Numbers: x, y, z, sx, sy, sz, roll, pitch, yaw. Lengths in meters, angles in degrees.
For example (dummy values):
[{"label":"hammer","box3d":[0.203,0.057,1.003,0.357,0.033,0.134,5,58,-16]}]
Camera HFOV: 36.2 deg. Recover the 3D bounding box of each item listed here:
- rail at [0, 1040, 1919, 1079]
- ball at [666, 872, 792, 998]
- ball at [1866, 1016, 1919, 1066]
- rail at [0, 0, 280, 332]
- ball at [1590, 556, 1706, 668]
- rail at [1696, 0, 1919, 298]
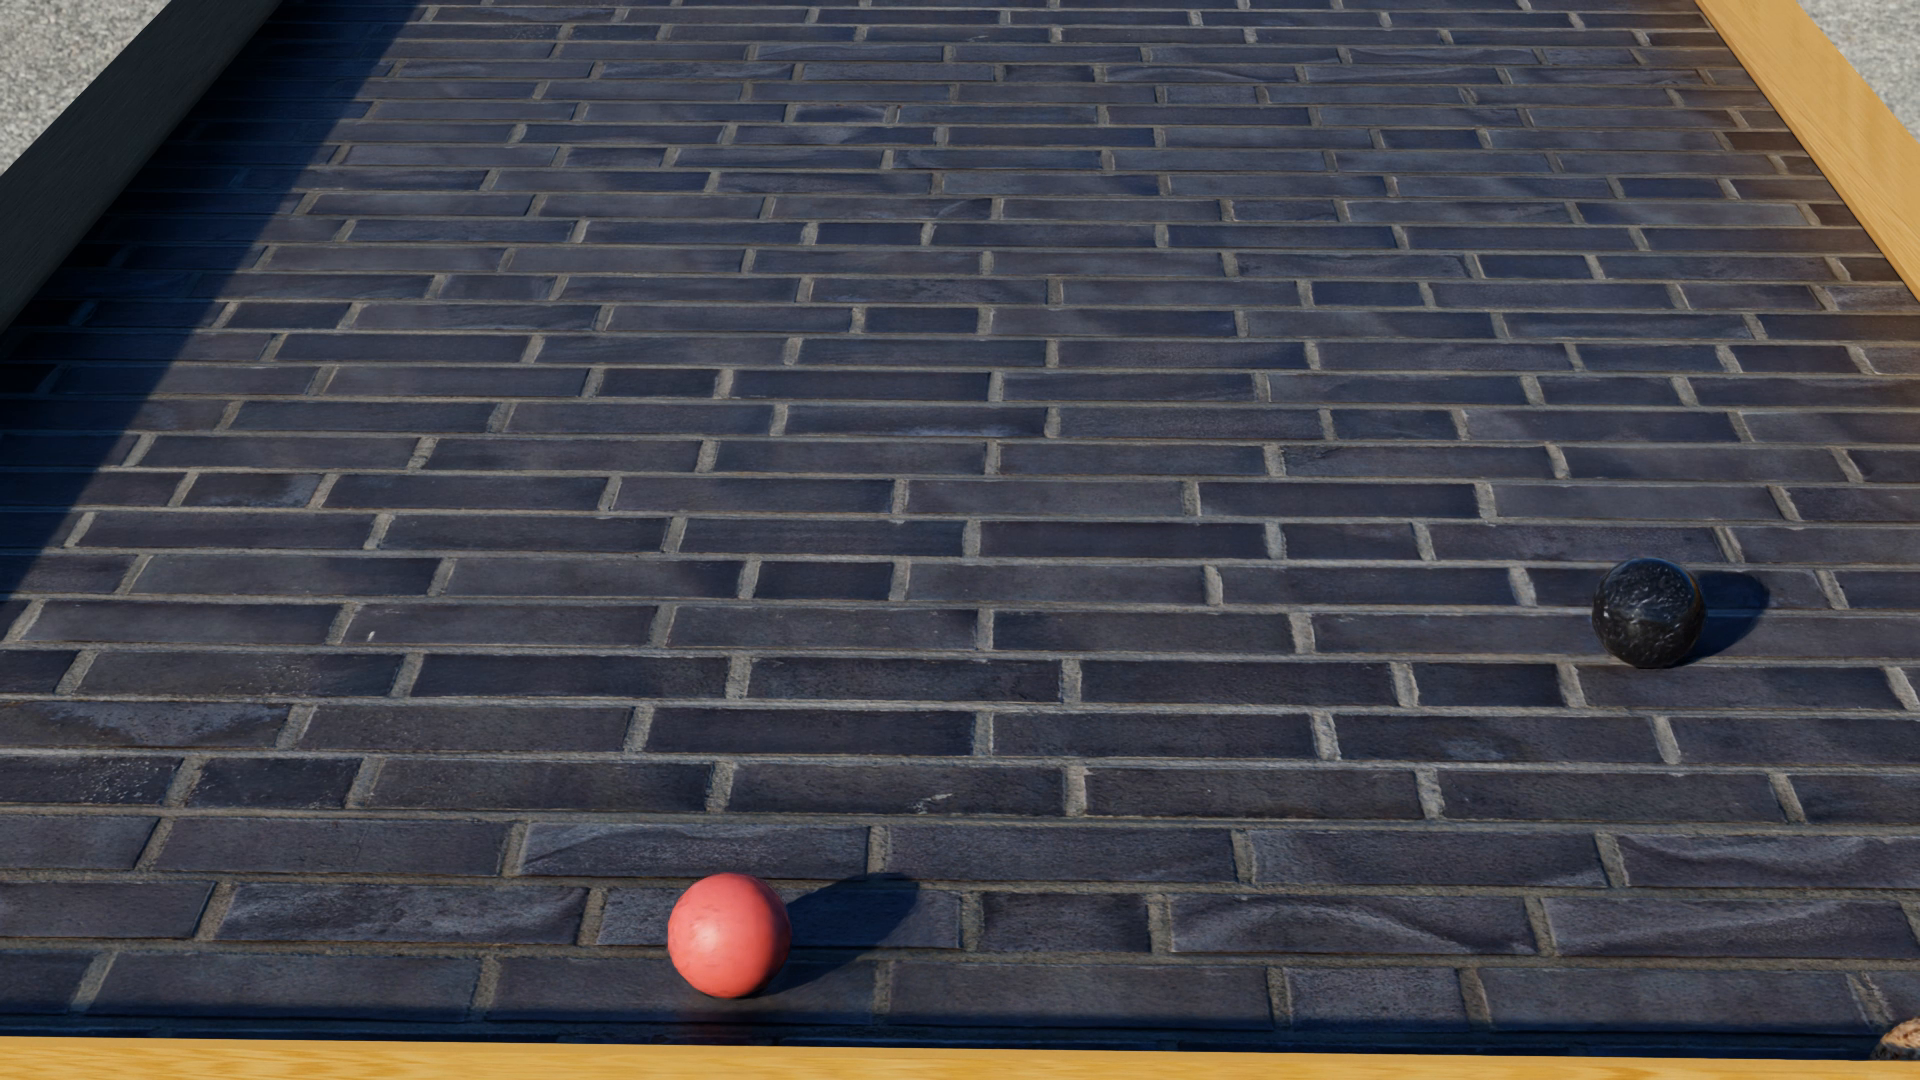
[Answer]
[{"label":"rail","box3d":[-0.014,0.262,1.315,1.536,0.112,0.045,1,26,1]},{"label":"ball","box3d":[-0.117,0.201,1.498,0.063,0.063,0.063,0,26,0]},{"label":"ball","box3d":[0.458,0.258,1.370,0.074,0.074,0.074,0,26,0]},{"label":"rail","box3d":[-0.729,-0.321,2.517,0.045,0.112,2.688,1,26,1]},{"label":"ball","box3d":[0.425,0.044,1.815,0.069,0.069,0.069,0,26,0]},{"label":"rail","box3d":[0.759,-0.307,2.488,0.045,0.112,2.688,1,26,1]}]
